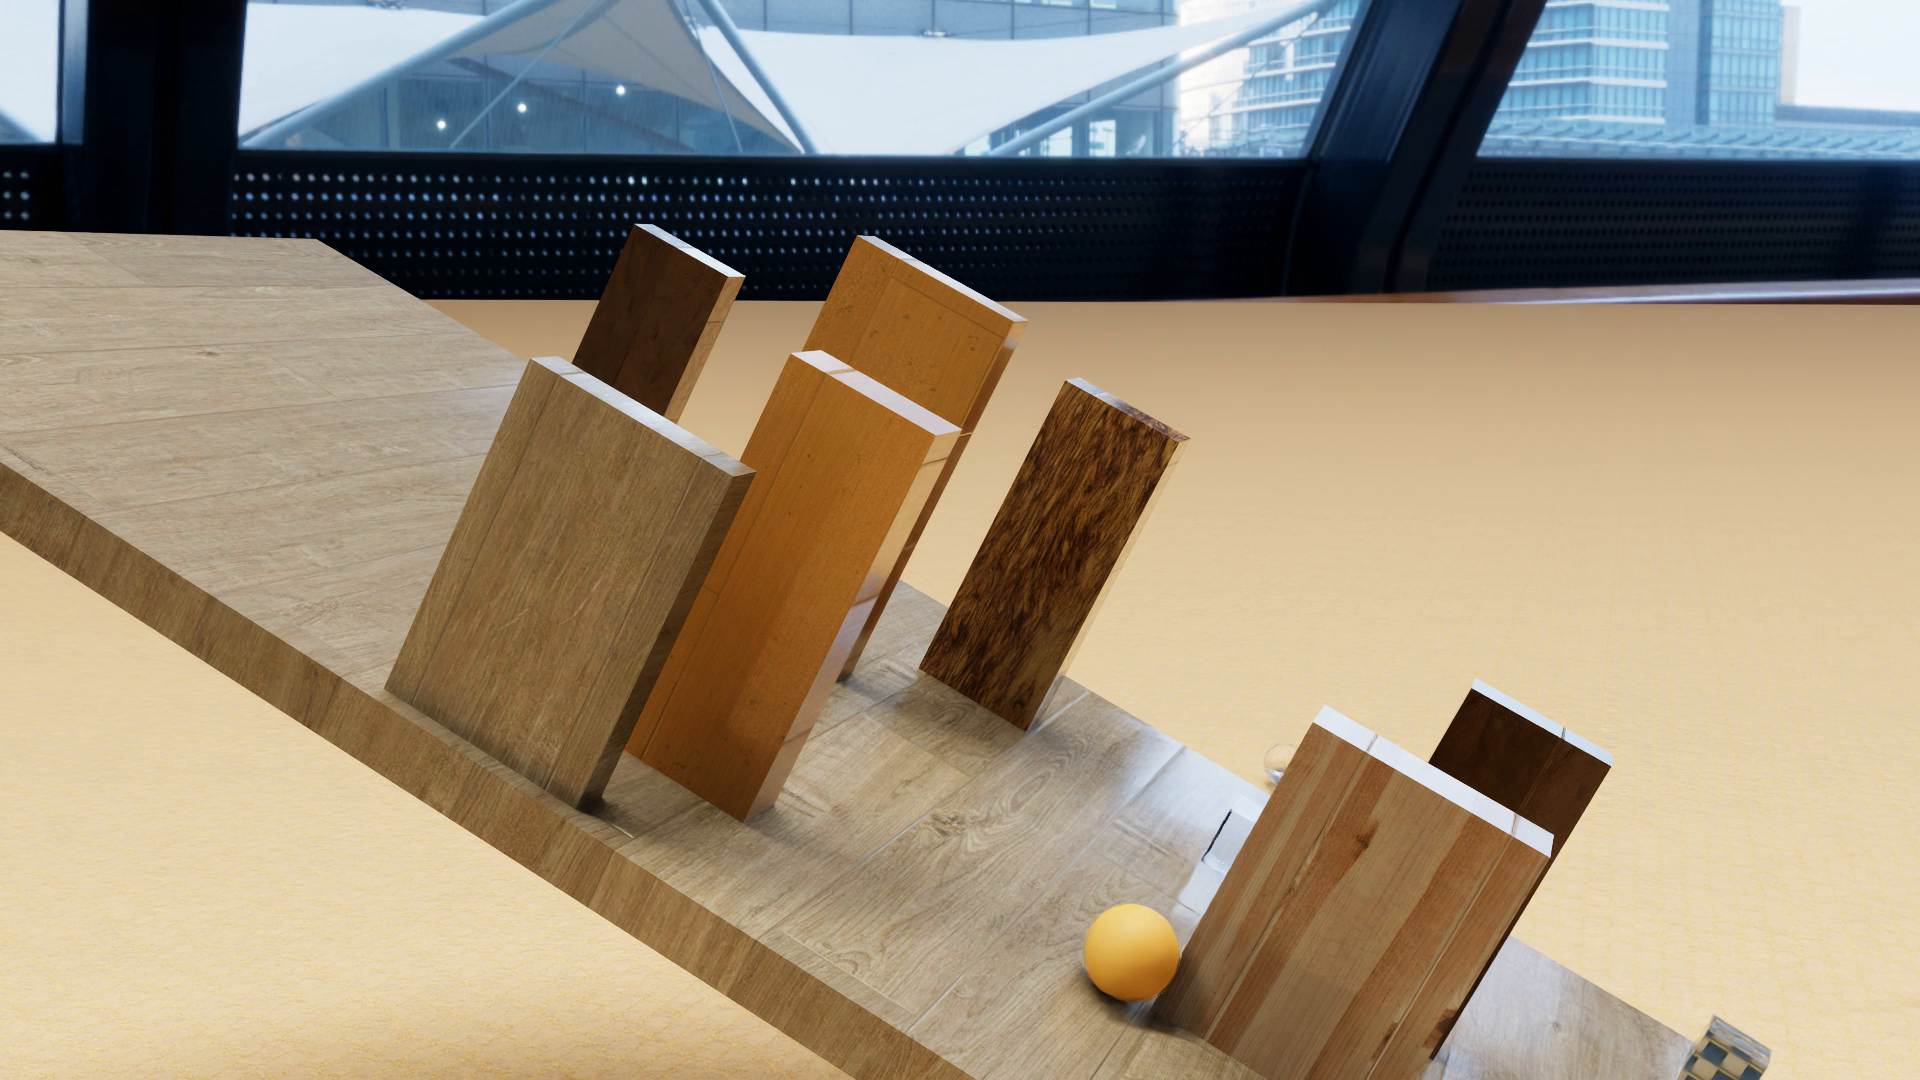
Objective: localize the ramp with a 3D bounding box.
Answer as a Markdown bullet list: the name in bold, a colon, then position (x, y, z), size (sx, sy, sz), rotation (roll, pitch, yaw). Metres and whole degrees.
- **ramp**: position (-0.228, 0.380, 4.151), size (4.000, 0.100, 2.000), rotation (30, 14, 12)

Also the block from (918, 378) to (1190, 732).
- **block**: position (0.192, 0.030, 4.552), size (0.264, 0.683, 0.119), rotation (30, 14, 12)

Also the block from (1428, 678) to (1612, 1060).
- **block**: position (0.882, 0.588, 3.926), size (0.269, 0.625, 0.099), rotation (30, 14, 12)

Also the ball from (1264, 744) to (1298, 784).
- **ball**: position (1.179, 0.814, 7.982), size (0.154, 0.154, 0.154), rotation (0, 7, 0)

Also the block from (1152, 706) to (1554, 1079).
- **block**: position (0.625, 0.613, 3.523), size (0.410, 0.549, 0.142), rotation (30, 14, 12)

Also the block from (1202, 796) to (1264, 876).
- **block**: position (0.572, 0.602, 4.354), size (0.122, 0.122, 0.122), rotation (30, 14, 13)

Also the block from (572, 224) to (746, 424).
- **block**: position (-0.708, -0.427, 4.936), size (0.251, 0.498, 0.099), rotation (30, 14, 12)

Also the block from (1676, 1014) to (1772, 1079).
- **block**: position (1.545, 1.065, 4.452), size (0.130, 0.130, 0.130), rotation (32, 15, 19)

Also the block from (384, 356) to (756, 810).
- **block**: position (-0.583, 0.062, 3.262), size (0.357, 0.564, 0.086), rotation (30, 14, 12)

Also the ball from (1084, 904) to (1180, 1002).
- **ball**: position (0.275, 0.661, 3.529), size (0.154, 0.154, 0.154), rotation (0, 7, 0)

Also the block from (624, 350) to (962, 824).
- **block**: position (-0.282, 0.074, 3.488), size (0.264, 0.701, 0.133), rotation (30, 14, 12)

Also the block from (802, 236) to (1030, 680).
- **block**: position (-0.205, -0.156, 4.276), size (0.350, 0.789, 0.102), rotation (30, 14, 12)
